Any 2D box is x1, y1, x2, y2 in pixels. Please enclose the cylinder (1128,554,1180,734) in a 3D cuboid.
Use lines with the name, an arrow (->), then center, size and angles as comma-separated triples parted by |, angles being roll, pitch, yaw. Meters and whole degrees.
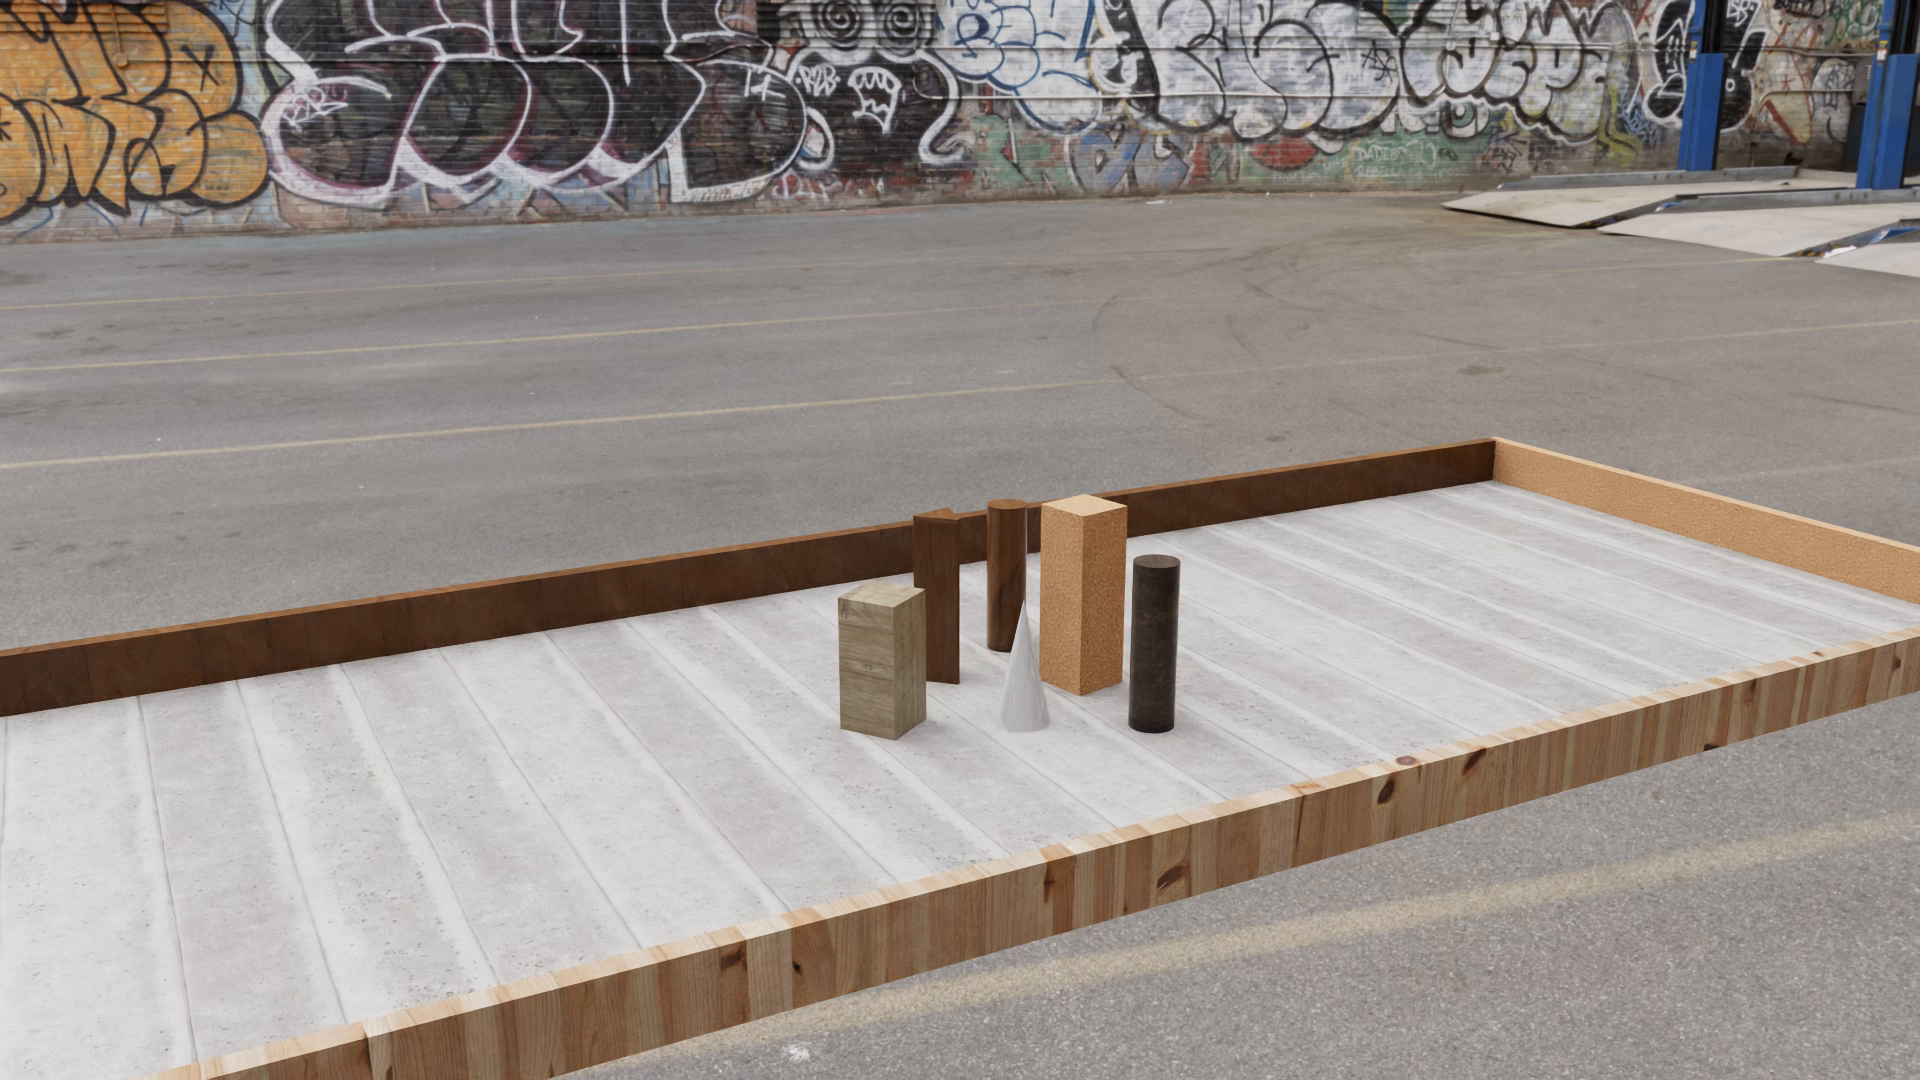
cylinder -> 0.450, 0.241, 3.822 | 0.109, 0.402, 0.109 | 0, 16, 0

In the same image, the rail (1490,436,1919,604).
rail -> 2.466, -0.048, 5.253 | 0.050, 0.150, 2.100 | -9, 18, -27

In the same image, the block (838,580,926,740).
block -> -0.179, 0.278, 3.837 | 0.147, 0.323, 0.147 | 9, 18, 27

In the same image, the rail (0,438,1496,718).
rail -> -3.305, 0.497, 3.399 | 12.000, 0.150, 0.050 | -9, 18, -27

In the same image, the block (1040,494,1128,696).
block -> 0.303, 0.134, 4.084 | 0.148, 0.459, 0.148 | -13, 21, -38

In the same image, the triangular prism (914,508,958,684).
triangular prism -> -0.044, 0.137, 4.128 | 0.117, 0.428, 0.101 | 5, 17, 17

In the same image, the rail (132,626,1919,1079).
rail -> -2.336, 1.006, 1.665 | 12.000, 0.150, 0.050 | -9, 18, -27

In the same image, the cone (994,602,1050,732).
cone -> 0.148, 0.282, 3.853 | 0.132, 0.305, 0.132 | 0, 16, 0

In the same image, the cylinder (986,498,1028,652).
cylinder -> 0.123, 0.094, 4.341 | 0.105, 0.392, 0.105 | 0, 16, 0
